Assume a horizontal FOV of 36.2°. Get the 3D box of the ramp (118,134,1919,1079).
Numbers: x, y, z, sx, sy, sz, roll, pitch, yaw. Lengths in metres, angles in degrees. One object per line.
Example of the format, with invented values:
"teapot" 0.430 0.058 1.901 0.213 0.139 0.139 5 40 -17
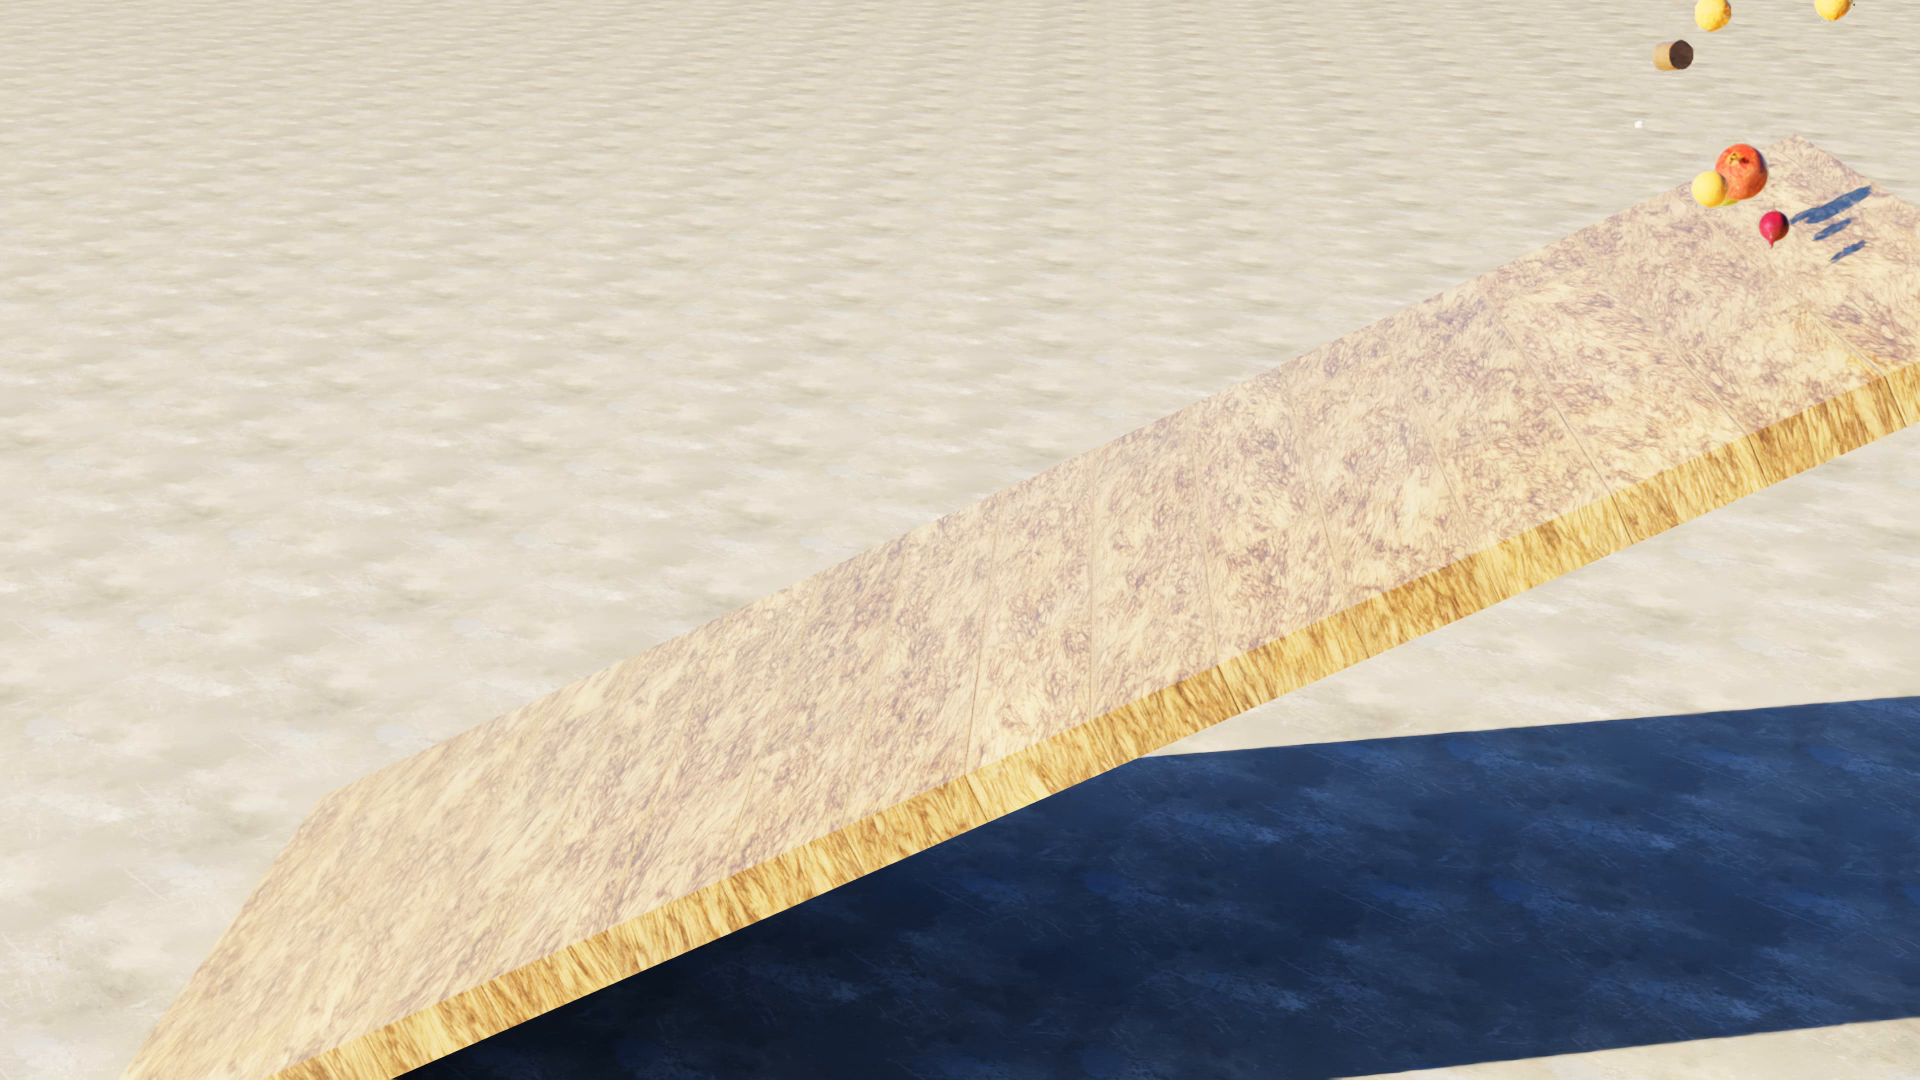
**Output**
"ramp" 0.136 0.169 6.282 4.000 0.100 2.000 -24 13 9
